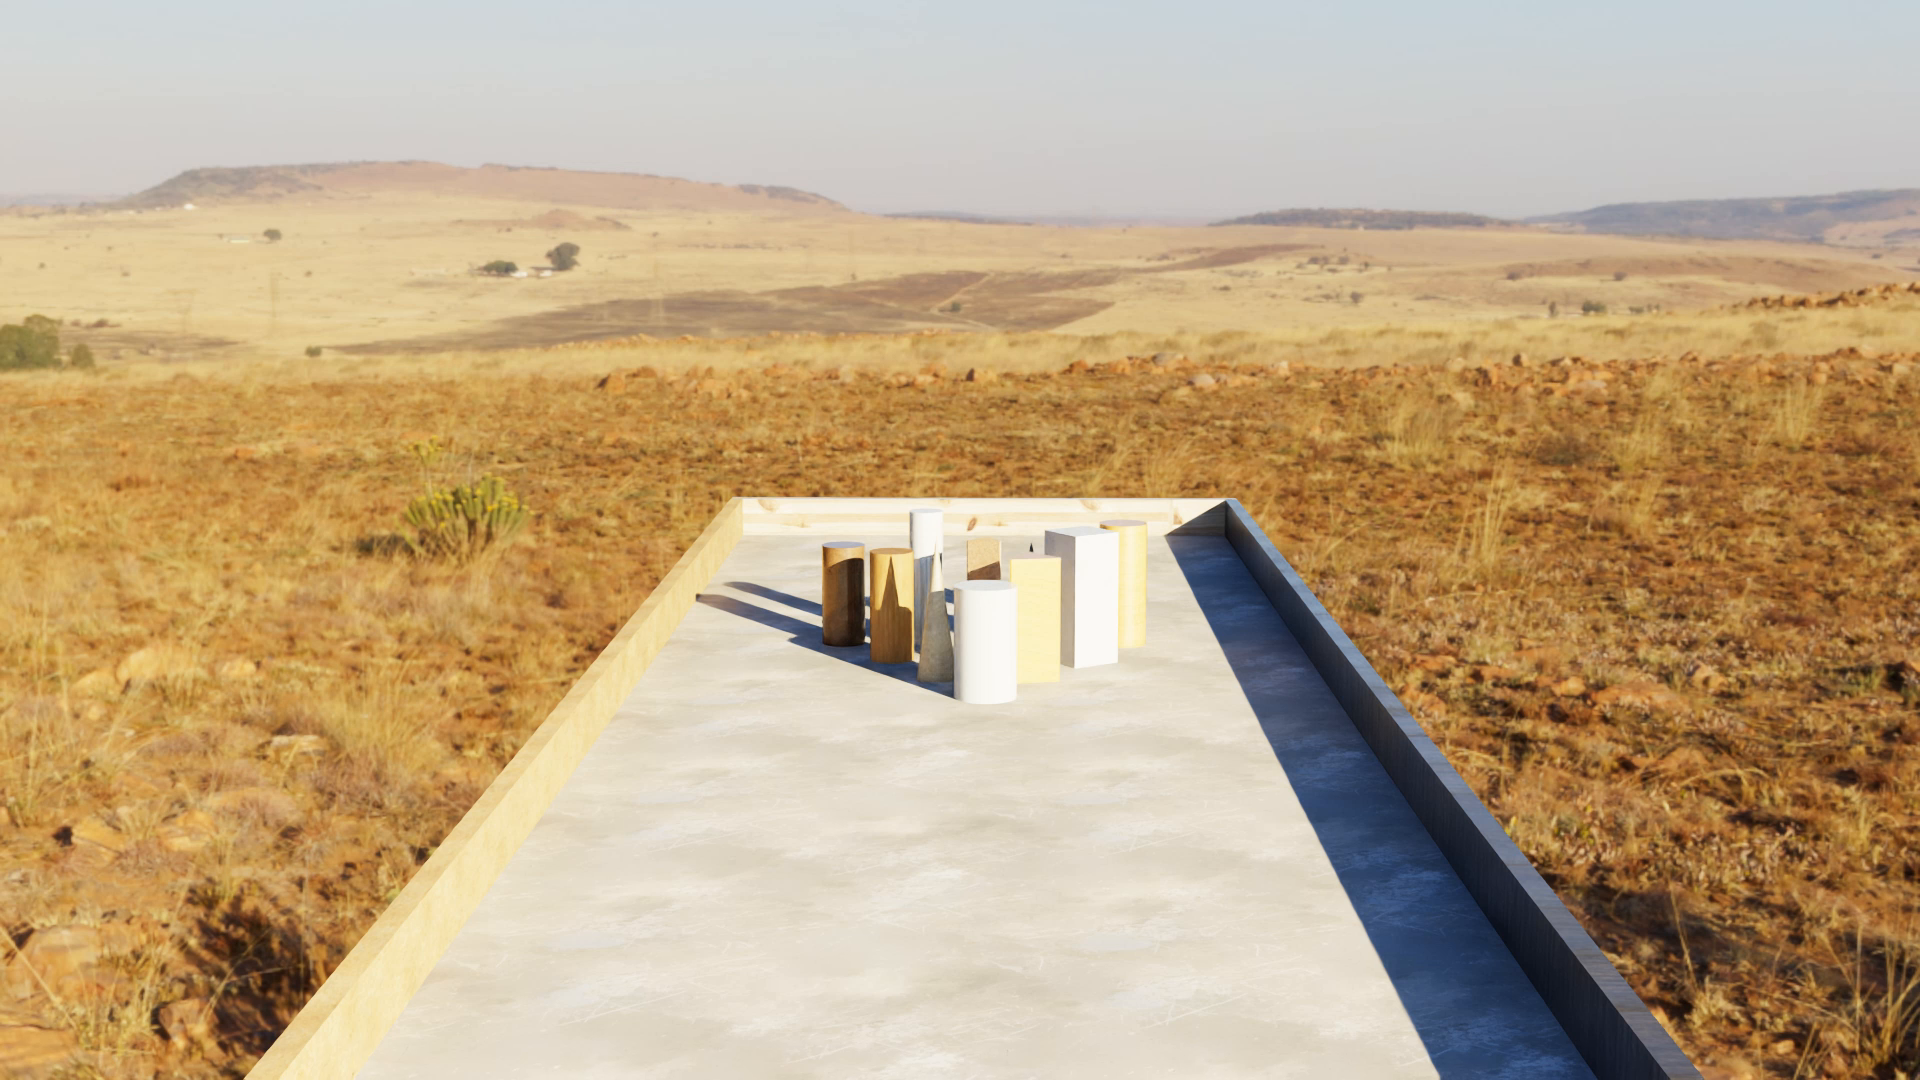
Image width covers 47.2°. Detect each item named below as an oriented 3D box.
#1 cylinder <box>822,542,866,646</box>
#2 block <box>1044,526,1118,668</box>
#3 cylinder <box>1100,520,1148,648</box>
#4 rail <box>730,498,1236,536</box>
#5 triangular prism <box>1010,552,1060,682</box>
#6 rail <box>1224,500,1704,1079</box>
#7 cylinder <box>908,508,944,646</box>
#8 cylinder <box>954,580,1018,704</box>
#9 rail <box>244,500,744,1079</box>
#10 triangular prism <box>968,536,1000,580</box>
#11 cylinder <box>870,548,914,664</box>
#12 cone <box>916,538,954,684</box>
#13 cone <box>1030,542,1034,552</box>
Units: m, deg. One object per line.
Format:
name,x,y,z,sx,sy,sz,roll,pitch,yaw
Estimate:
cylinder,-0.367,0.170,6.935,0.136,0.314,0.136,0,9,0
block,0.366,0.170,6.659,0.160,0.399,0.160,-6,11,-33
cylinder,0.511,0.137,6.921,0.152,0.384,0.152,0,9,0
rail,0.099,-0.098,9.147,2.100,0.150,0.050,0,9,1
triangular prism,0.208,0.224,6.431,0.148,0.365,0.128,-1,9,-9
rail,1.046,0.843,3.208,0.050,0.150,12.000,0,9,1
cylinder,-0.107,0.117,6.927,0.107,0.422,0.107,0,9,0
cylinder,0.072,0.285,6.189,0.179,0.319,0.179,0,9,0
rail,-1.004,0.839,3.234,0.050,0.150,12.000,0,9,1
triangular prism,0.079,0.182,6.668,0.101,0.374,0.088,1,9,9
cylinder,-0.207,0.198,6.693,0.134,0.334,0.134,0,9,0
cone,-0.068,0.196,6.412,0.118,0.425,0.118,0,9,0
cone,0.225,0.162,6.958,0.147,0.322,0.147,0,9,0
